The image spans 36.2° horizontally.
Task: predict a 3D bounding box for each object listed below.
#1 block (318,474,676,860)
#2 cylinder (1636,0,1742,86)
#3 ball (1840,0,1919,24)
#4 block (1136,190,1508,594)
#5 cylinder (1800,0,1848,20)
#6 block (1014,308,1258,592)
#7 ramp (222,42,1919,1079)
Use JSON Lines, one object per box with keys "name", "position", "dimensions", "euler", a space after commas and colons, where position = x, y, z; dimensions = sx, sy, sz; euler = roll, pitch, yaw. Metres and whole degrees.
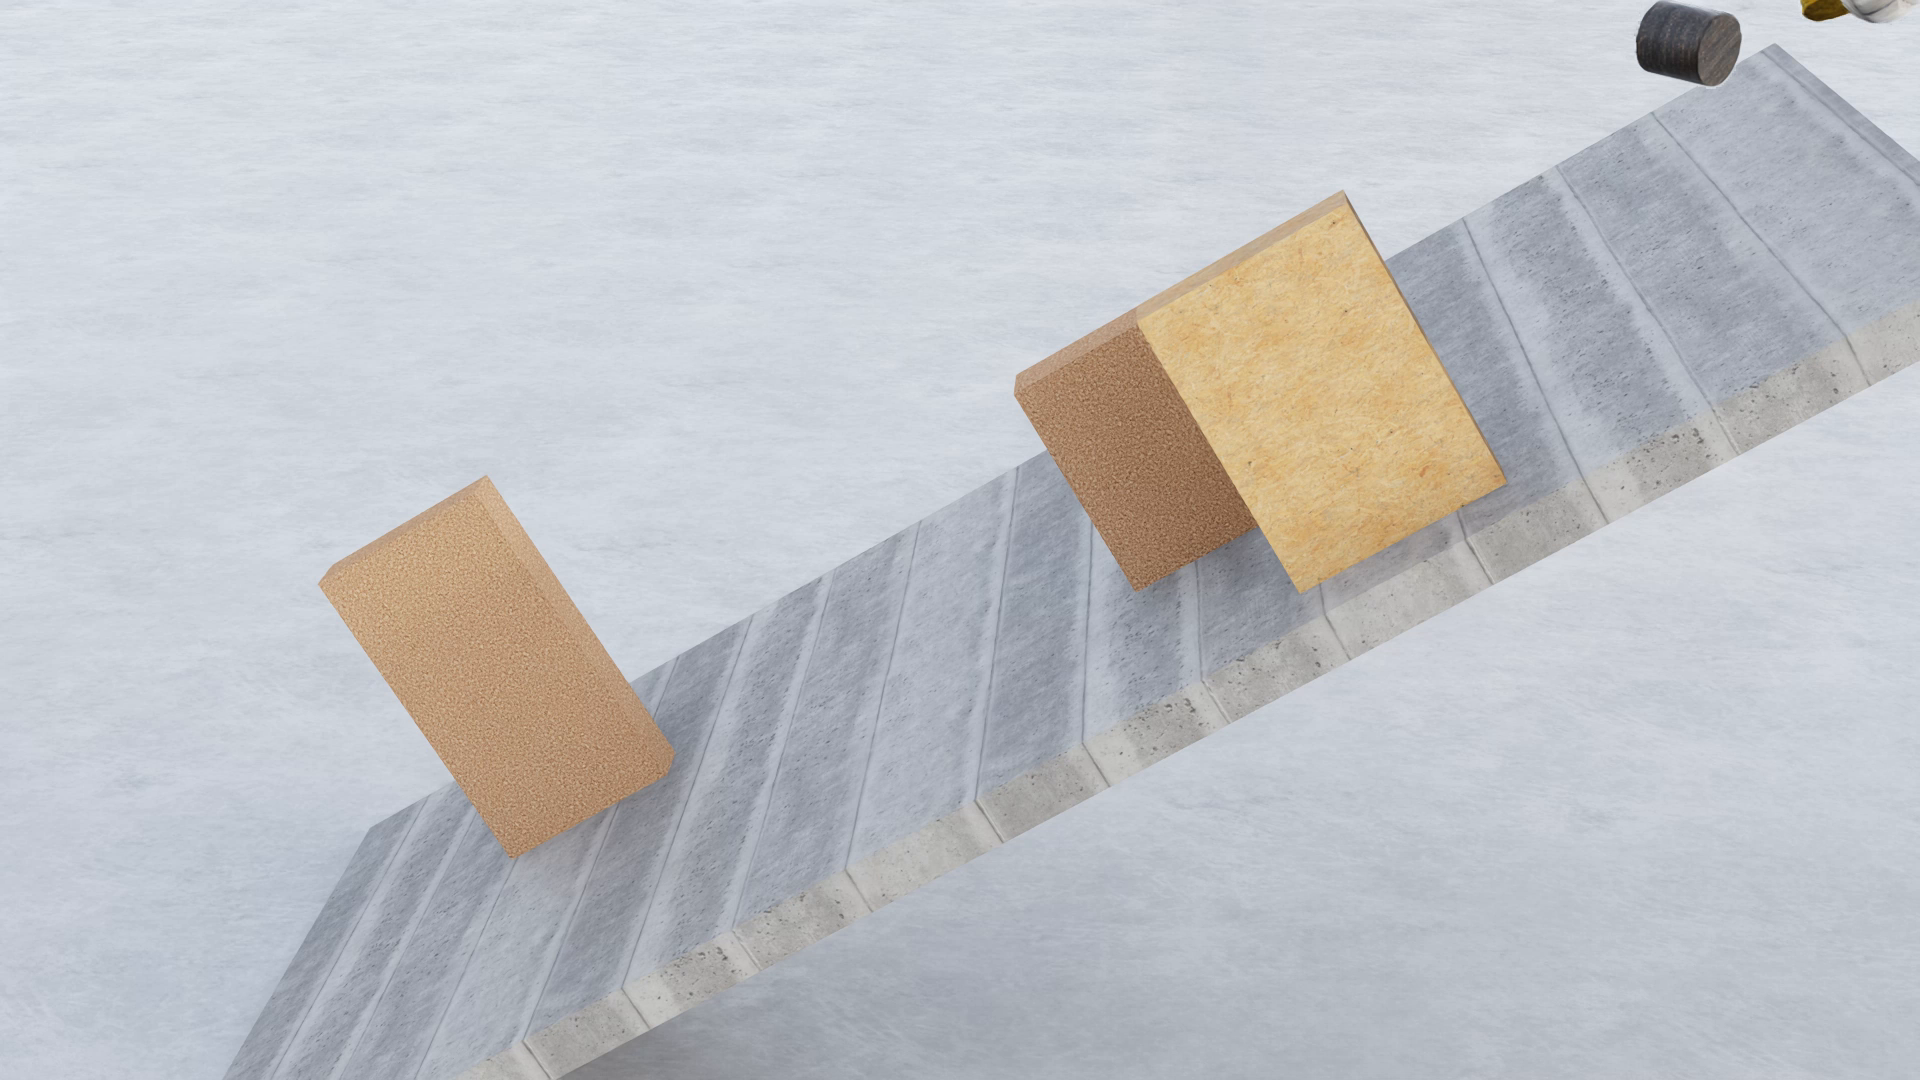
{"name": "block", "position": [-1.030, 0.290, 6.577], "dimensions": [0.423, 0.768, 0.126], "euler": [-29, 15, 12]}
{"name": "cylinder", "position": [1.420, -0.969, 5.733], "dimensions": [0.144, 0.144, 0.144], "euler": [-17, 29, -40]}
{"name": "ball", "position": [1.697, -1.034, 5.415], "dimensions": [0.164, 0.164, 0.164], "euler": [0, 19, 0]}
{"name": "block", "position": [0.647, -0.262, 5.273], "dimensions": [0.422, 0.590, 0.111], "euler": [-29, 15, 12]}
{"name": "cylinder", "position": [1.705, -1.096, 5.788], "dimensions": [0.109, 0.109, 0.109], "euler": [-6, -16, -2]}
{"name": "block", "position": [0.351, -0.179, 5.841], "dimensions": [0.280, 0.476, 0.141], "euler": [-29, 15, 12]}
{"name": "ramp", "position": [0.142, 0.168, 6.287], "dimensions": [4.000, 0.100, 2.000], "euler": [-29, 15, 12]}
